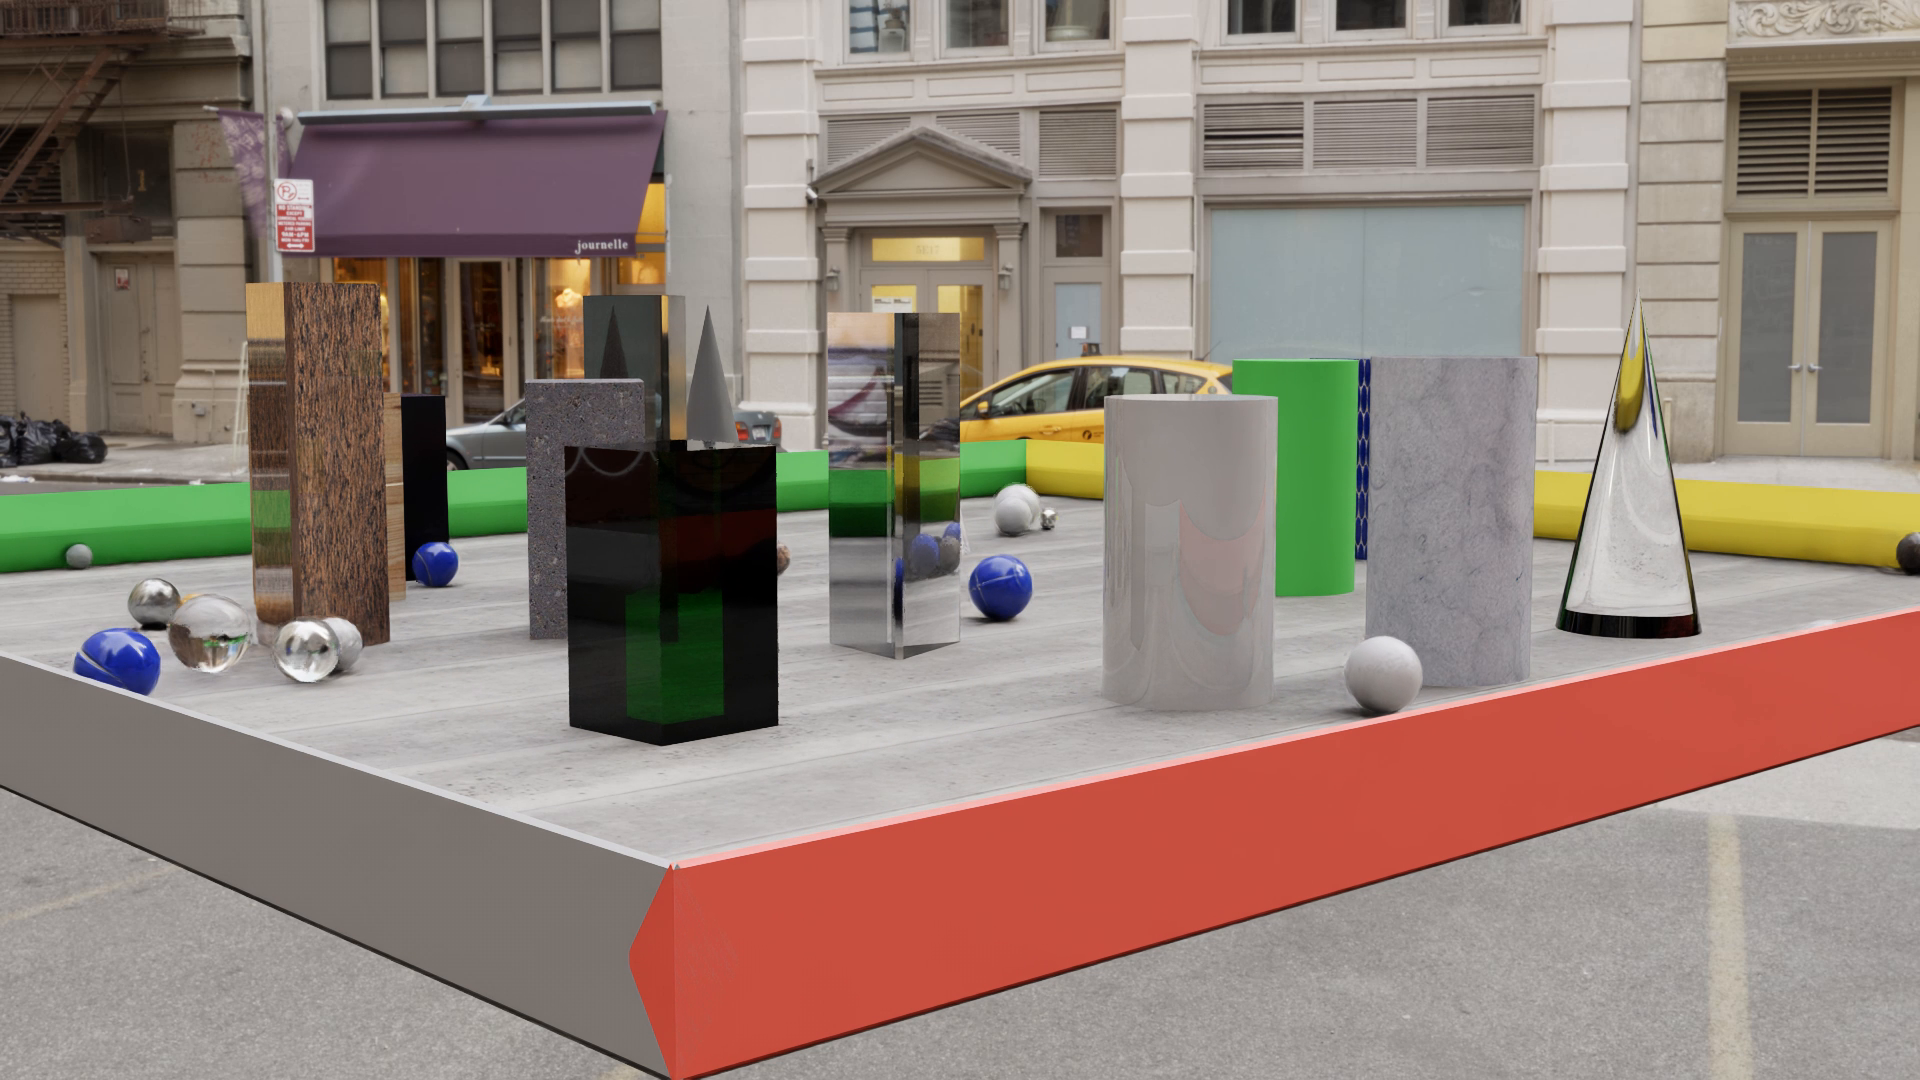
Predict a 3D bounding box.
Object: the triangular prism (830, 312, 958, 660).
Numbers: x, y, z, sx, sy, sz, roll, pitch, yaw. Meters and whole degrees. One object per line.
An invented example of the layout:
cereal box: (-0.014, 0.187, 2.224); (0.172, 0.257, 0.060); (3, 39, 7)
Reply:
triangular prism: (-0.064, -0.078, 2.907); (0.149, 0.442, 0.172); (-4, 7, -34)

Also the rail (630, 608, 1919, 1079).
rail: (0.947, 0.140, 2.311); (3.066, 0.129, 0.045); (-5, 8, -42)

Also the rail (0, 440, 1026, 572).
rail: (-0.947, -0.073, 4.353); (3.066, 0.129, 0.045); (-5, 8, -42)

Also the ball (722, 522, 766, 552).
ball: (-0.378, 0.007, 3.844); (0.077, 0.077, 0.077); (0, 6, 0)

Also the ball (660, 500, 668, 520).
ball: (-0.590, -0.059, 4.556); (0.061, 0.061, 0.061); (0, 6, 0)

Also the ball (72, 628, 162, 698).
ball: (-0.943, 0.144, 2.460); (0.092, 0.092, 0.092); (0, 6, 0)

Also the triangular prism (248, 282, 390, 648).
triangular prism: (-0.833, -0.098, 2.907); (0.149, 0.480, 0.172); (-4, 7, -33)

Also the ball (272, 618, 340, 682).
ball: (-0.785, 0.132, 2.643); (0.078, 0.078, 0.078); (0, 6, 0)

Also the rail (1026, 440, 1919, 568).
rail: (1.109, -0.073, 4.350); (0.045, 0.129, 2.841); (-5, 8, -42)

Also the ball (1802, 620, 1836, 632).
ball: (1.068, 0.131, 2.718); (0.064, 0.064, 0.064); (0, 6, 0)

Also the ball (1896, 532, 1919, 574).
ball: (1.624, 0.022, 3.721); (0.074, 0.074, 0.074); (0, 6, 0)

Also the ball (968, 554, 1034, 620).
ball: (0.059, 0.068, 3.181); (0.094, 0.094, 0.094); (0, 6, 0)

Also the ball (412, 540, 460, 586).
ball: (-0.849, 0.038, 3.563); (0.074, 0.074, 0.074); (0, 6, 0)

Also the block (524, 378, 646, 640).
block: (-0.520, -0.047, 3.060); (0.159, 0.348, 0.159); (-1, 6, -10)

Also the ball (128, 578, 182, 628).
ball: (-1.133, 0.089, 3.093); (0.070, 0.070, 0.070); (0, 6, 0)

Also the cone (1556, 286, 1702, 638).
cone: (0.940, -0.114, 3.068); (0.199, 0.479, 0.199); (0, 6, 0)

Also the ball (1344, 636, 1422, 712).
ball: (0.470, 0.149, 2.442); (0.085, 0.085, 0.085); (0, 6, 0)

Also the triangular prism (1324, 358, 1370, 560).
triangular prism: (0.751, -0.152, 4.017); (0.149, 0.359, 0.172); (-5, 8, -42)

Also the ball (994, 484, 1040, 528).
ball: (0.115, -0.065, 4.463); (0.093, 0.093, 0.093); (0, 6, 0)

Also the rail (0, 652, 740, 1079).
rail: (-1.109, 0.140, 2.314); (0.045, 0.129, 2.841); (-5, 8, -42)

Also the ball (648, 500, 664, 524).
ball: (-0.629, -0.058, 4.609); (0.048, 0.048, 0.048); (0, 6, 0)

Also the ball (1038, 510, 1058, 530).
ball: (0.180, -0.042, 4.490); (0.041, 0.041, 0.041); (0, 6, 0)

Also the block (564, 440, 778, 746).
block: (-0.308, 0.050, 2.351); (0.159, 0.302, 0.159); (6, 8, 44)

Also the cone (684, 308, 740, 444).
cone: (-0.467, -0.211, 4.100); (0.199, 0.458, 0.199); (0, 6, 0)

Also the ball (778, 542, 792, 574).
ball: (-0.314, 0.030, 3.721); (0.057, 0.057, 0.057); (0, 6, 0)

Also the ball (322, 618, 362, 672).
ball: (-0.773, 0.130, 2.715); (0.068, 0.068, 0.068); (0, 6, 0)

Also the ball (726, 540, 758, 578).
ball: (-0.369, 0.031, 3.678); (0.064, 0.064, 0.064); (0, 6, 0)

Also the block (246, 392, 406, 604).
block: (-0.965, -0.064, 3.356); (0.159, 0.319, 0.159); (3, 7, 29)

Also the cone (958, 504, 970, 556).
cone: (-0.080, -0.194, 4.058); (0.199, 0.433, 0.199); (0, 6, 0)

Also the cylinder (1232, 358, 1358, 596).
cylinder: (0.534, -0.104, 3.520); (0.199, 0.366, 0.199); (0, 6, 0)

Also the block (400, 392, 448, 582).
block: (-0.963, -0.090, 3.681); (0.159, 0.304, 0.159); (-4, 7, -33)

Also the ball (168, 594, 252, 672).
ball: (-0.925, 0.115, 2.713); (0.097, 0.097, 0.097); (0, 6, 0)

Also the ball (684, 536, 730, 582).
ball: (-0.419, 0.031, 3.629); (0.075, 0.075, 0.075); (0, 6, 0)

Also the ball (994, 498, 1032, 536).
ball: (0.106, -0.047, 4.377); (0.074, 0.074, 0.074); (0, 6, 0)

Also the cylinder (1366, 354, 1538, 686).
cylinder: (0.600, -0.030, 2.692); (0.199, 0.389, 0.199); (0, 6, 0)

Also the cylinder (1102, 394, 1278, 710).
cylinder: (0.264, 0.008, 2.536); (0.199, 0.346, 0.199); (0, 6, 0)

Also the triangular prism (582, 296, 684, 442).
triangular prism: (-0.499, -0.165, 3.603); (0.172, 0.469, 0.149); (4, 7, 32)

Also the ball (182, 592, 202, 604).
ball: (-1.088, 0.098, 3.129); (0.045, 0.045, 0.045); (0, 6, 0)

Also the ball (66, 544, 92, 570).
ball: (-1.523, 0.029, 3.800); (0.044, 0.044, 0.044); (0, 6, 0)

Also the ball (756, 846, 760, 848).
ball: (-0.122, 0.248, 1.427); (0.099, 0.099, 0.099); (0, 6, 0)

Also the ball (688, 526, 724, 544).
ball: (-0.445, 0.010, 3.871); (0.067, 0.067, 0.067); (0, 6, 0)
